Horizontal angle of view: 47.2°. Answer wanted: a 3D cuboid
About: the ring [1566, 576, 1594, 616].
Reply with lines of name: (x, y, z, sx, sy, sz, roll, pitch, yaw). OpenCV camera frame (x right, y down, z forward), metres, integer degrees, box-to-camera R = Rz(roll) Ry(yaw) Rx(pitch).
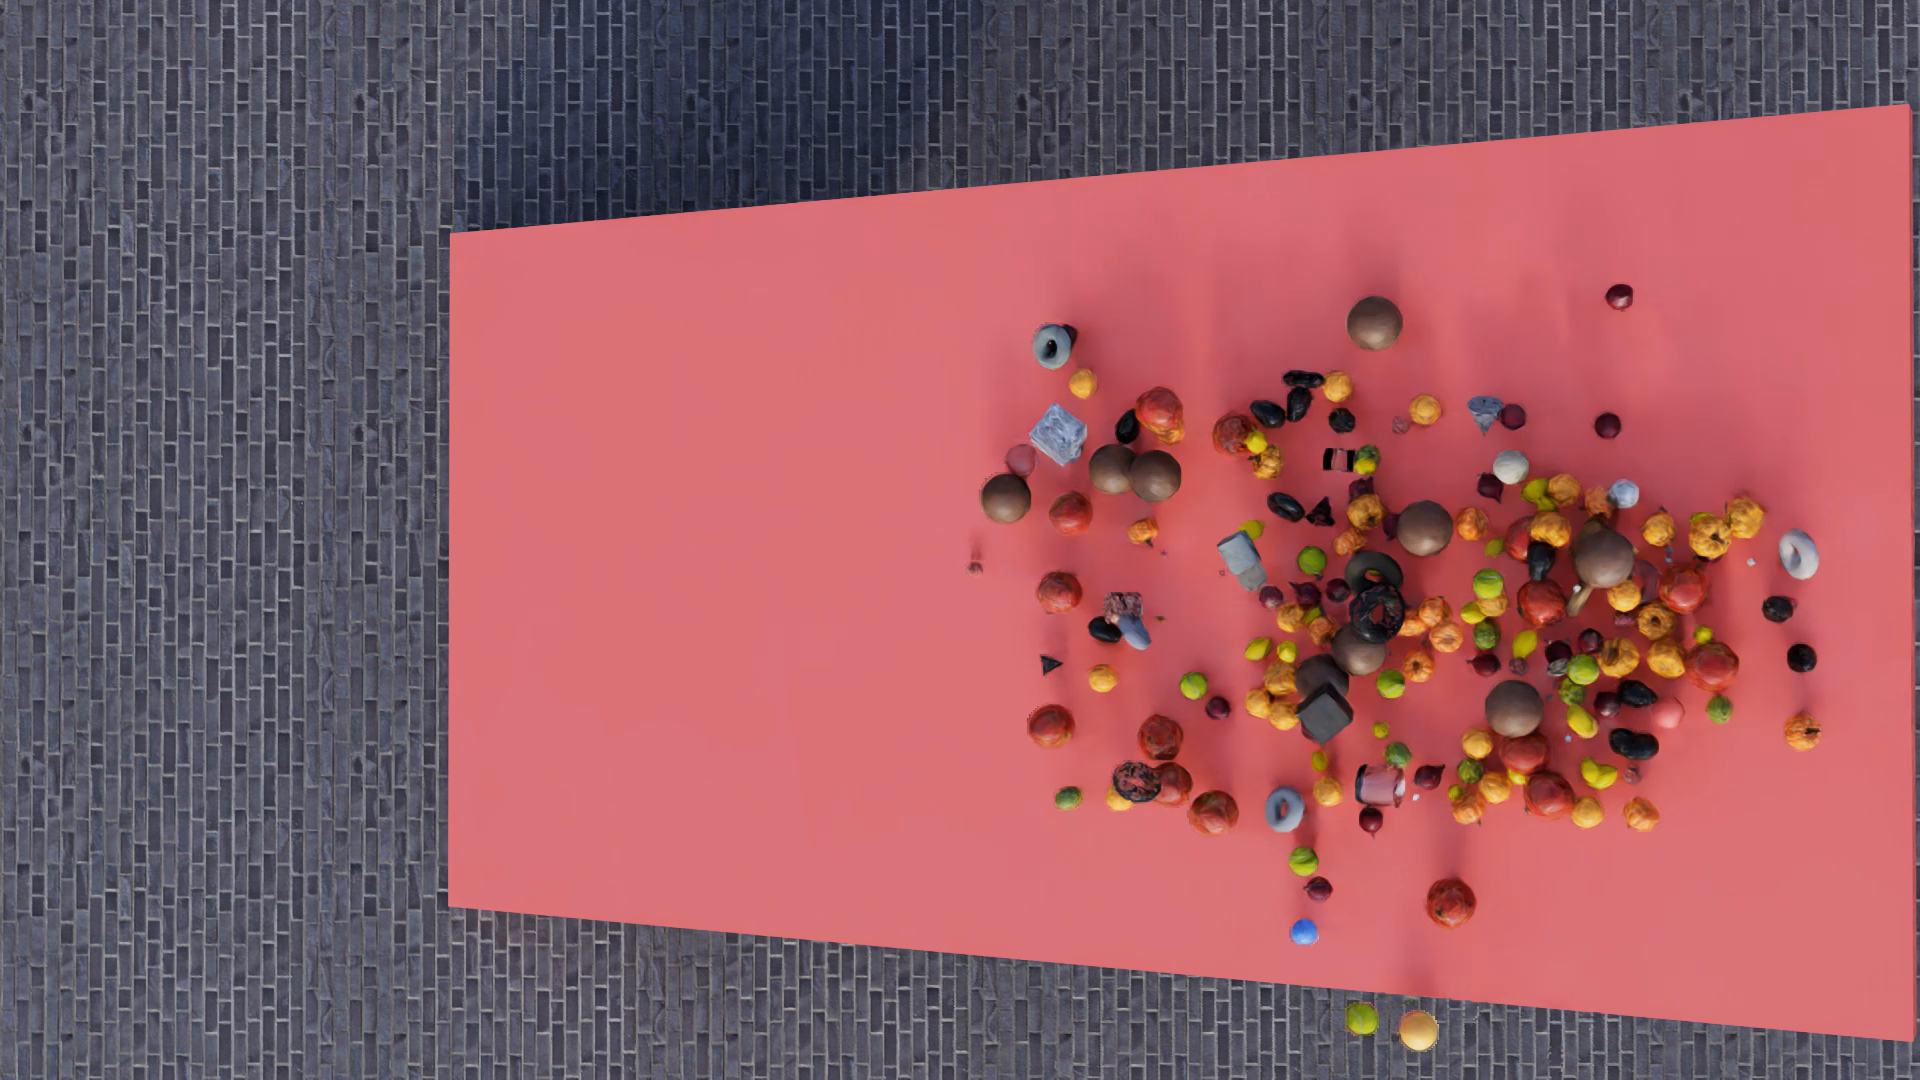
ring: (1.389, 0.125, 4.924, 0.033, 0.098, 0.098, 29, 89, 16)

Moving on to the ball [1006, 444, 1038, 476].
ball: (0.159, -0.204, 5.618, 0.084, 0.084, 0.084, 0, 89, 0)

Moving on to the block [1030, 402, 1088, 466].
block: (0.241, -0.256, 5.365, 0.098, 0.098, 0.098, 37, 83, 13)

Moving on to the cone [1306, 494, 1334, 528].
cone: (0.872, -0.079, 5.274, 0.071, 0.071, 0.071, 18, 69, 0)

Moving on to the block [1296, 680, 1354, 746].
block: (0.850, 0.403, 5.117, 0.093, 0.093, 0.093, -40, 91, 18)

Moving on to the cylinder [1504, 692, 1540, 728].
cylinder: (1.287, 0.388, 5.035, 0.061, 0.061, 0.061, 29, 89, 27)

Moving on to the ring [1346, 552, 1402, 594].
ring: (0.971, 0.084, 5.157, 0.135, 0.045, 0.135, 11, 129, 13)

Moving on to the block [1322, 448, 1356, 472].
block: (0.903, -0.190, 5.236, 0.052, 0.052, 0.052, 4, 92, -25)

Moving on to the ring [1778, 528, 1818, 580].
ring: (1.811, 0.031, 4.748, 0.037, 0.112, 0.112, -14, 89, -13)

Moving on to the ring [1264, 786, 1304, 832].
ring: (0.781, 0.648, 5.292, 0.038, 0.115, 0.115, 18, 89, -36)

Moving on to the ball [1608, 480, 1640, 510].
ball: (1.488, -0.103, 4.928, 0.067, 0.067, 0.067, 0, 89, 0)

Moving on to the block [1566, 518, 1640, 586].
block: (1.437, 0.025, 4.917, 0.096, 0.096, 0.096, 28, 104, -14)

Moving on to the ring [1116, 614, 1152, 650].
ring: (0.428, 0.225, 5.402, 0.103, 0.103, 0.034, 45, 119, 0)

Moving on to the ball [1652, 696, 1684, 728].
ball: (1.571, 0.383, 4.883, 0.070, 0.070, 0.070, 0, 89, 0)

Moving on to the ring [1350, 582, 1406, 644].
ring: (0.965, 0.169, 5.075, 0.147, 0.049, 0.147, -5, 101, -29)

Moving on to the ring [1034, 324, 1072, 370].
ring: (0.233, -0.486, 5.528, 0.114, 0.038, 0.114, 6, 99, 43)

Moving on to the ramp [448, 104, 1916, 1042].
ramp: (0.277, 0.078, 5.657, 4.000, 0.100, 2.000, 0, 89, 28)

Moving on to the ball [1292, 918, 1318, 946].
ball: (0.825, 0.939, 5.271, 0.062, 0.062, 0.062, 0, 89, 0)

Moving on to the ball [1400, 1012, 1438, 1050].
ball: (1.070, 1.147, 5.131, 0.086, 0.086, 0.086, 0, 89, 0)

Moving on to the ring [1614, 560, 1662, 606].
ring: (1.518, 0.096, 4.927, 0.108, 0.036, 0.108, -10, 72, 32)

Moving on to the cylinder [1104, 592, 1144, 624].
cylinder: (0.407, 0.170, 5.469, 0.077, 0.077, 0.077, 1, 89, -17)

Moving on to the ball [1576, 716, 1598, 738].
ball: (1.418, 0.423, 4.973, 0.051, 0.051, 0.051, 0, 89, 0)

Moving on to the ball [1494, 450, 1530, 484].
ball: (1.258, -0.167, 5.018, 0.081, 0.081, 0.081, 0, 89, 0)

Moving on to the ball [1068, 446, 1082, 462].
ball: (0.277, -0.229, 5.567, 0.067, 0.067, 0.067, 0, 89, 0)

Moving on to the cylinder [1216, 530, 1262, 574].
cylinder: (0.660, 0.028, 5.204, 0.078, 0.078, 0.078, -29, 95, 0)

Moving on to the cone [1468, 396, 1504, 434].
cone: (1.214, -0.277, 5.090, 0.083, 0.083, 0.083, -6, 123, 0)

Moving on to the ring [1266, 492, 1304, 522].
ring: (0.780, -0.079, 5.272, 0.098, 0.098, 0.033, 33, 73, 0)

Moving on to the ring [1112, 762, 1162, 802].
ring: (0.414, 0.567, 5.150, 0.118, 0.118, 0.039, 11, 128, 0)

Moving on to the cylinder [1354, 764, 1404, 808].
cylinder: (0.988, 0.578, 5.172, 0.093, 0.093, 0.093, 4, 89, 28)

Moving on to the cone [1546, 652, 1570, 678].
cone: (1.337, 0.270, 4.939, 0.053, 0.053, 0.053, -3, 131, -3)

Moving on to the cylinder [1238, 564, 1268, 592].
cylinder: (0.703, 0.088, 5.288, 0.069, 0.069, 0.069, -1, 85, 9)

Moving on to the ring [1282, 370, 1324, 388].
ring: (0.819, -0.384, 5.248, 0.098, 0.098, 0.033, 3, 100, 0)
